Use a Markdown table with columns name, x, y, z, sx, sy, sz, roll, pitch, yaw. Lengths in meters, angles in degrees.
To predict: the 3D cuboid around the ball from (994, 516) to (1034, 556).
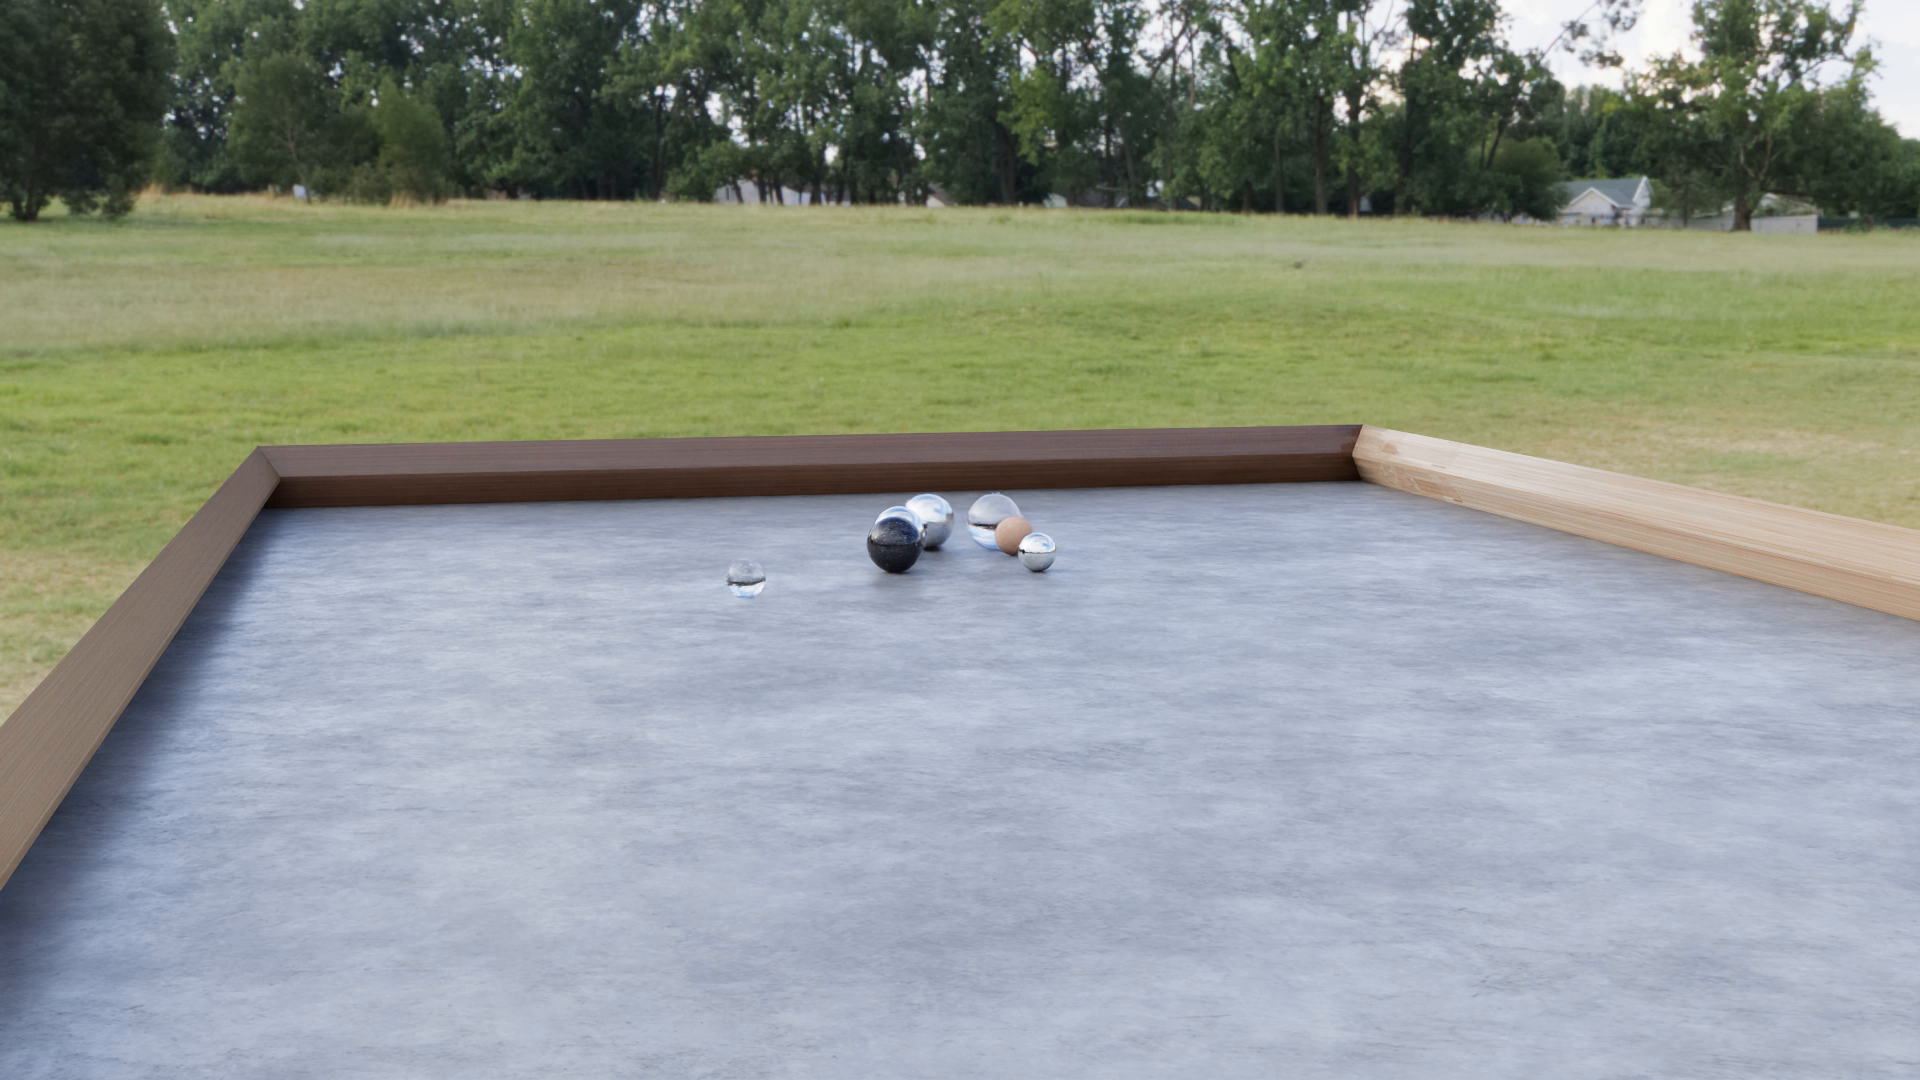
| name | x | y | z | sx | sy | sz | roll | pitch | yaw |
| --- | --- | --- | --- | --- | --- | --- | --- | --- | --- |
| ball | 0.093 | -0.007 | 3.772 | 0.067 | 0.067 | 0.067 | 0 | 8 | 0 |

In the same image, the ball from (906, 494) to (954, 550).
| name | x | y | z | sx | sy | sz | roll | pitch | yaw |
| --- | --- | --- | --- | --- | --- | --- | --- | --- | --- |
| ball | -0.057 | -0.032 | 3.851 | 0.096 | 0.096 | 0.096 | 0 | 8 | 0 |

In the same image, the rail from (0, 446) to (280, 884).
| name | x | y | z | sx | sy | sz | roll | pitch | yaw |
| --- | --- | --- | --- | --- | --- | --- | --- | --- | --- |
| rail | -0.891 | 0.155 | 2.318 | 0.045 | 0.125 | 4.416 | -2 | 8 | -13 |

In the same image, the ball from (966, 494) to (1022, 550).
| name | x | y | z | sx | sy | sz | roll | pitch | yaw |
| --- | --- | --- | --- | --- | --- | --- | --- | --- | --- |
| ball | 0.060 | -0.032 | 3.848 | 0.097 | 0.097 | 0.097 | 0 | 8 | 0 |

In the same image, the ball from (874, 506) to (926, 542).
| name | x | y | z | sx | sy | sz | roll | pitch | yaw |
| --- | --- | --- | --- | --- | --- | --- | --- | --- | --- |
| ball | -0.103 | -0.012 | 3.721 | 0.090 | 0.090 | 0.090 | 0 | 8 | 0 |

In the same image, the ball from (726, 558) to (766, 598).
| name | x | y | z | sx | sy | sz | roll | pitch | yaw |
| --- | --- | --- | --- | --- | --- | --- | --- | --- | --- |
| ball | -0.323 | 0.058 | 3.311 | 0.060 | 0.060 | 0.060 | 0 | 8 | 0 |

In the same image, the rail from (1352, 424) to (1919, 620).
| name | x | y | z | sx | sy | sz | roll | pitch | yaw |
| --- | --- | --- | --- | --- | --- | --- | --- | --- | --- |
| rail | 1.395 | 0.085 | 2.850 | 0.045 | 0.125 | 4.416 | -2 | 8 | -13 |

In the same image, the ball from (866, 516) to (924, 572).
| name | x | y | z | sx | sy | sz | roll | pitch | yaw |
| --- | --- | --- | --- | --- | --- | --- | --- | --- | --- |
| ball | -0.106 | 0.007 | 3.572 | 0.092 | 0.092 | 0.092 | 0 | 8 | 0 |

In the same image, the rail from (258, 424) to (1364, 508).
| name | x | y | z | sx | sy | sz | roll | pitch | yaw |
| --- | --- | --- | --- | --- | --- | --- | --- | --- | --- |
| rail | -0.247 | -0.160 | 4.692 | 2.396 | 0.125 | 0.045 | -2 | 8 | -13 |

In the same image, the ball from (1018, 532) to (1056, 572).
| name | x | y | z | sx | sy | sz | roll | pitch | yaw |
| --- | --- | --- | --- | --- | --- | --- | --- | --- | --- |
| ball | 0.126 | 0.020 | 3.584 | 0.064 | 0.064 | 0.064 | 0 | 8 | 0 |
